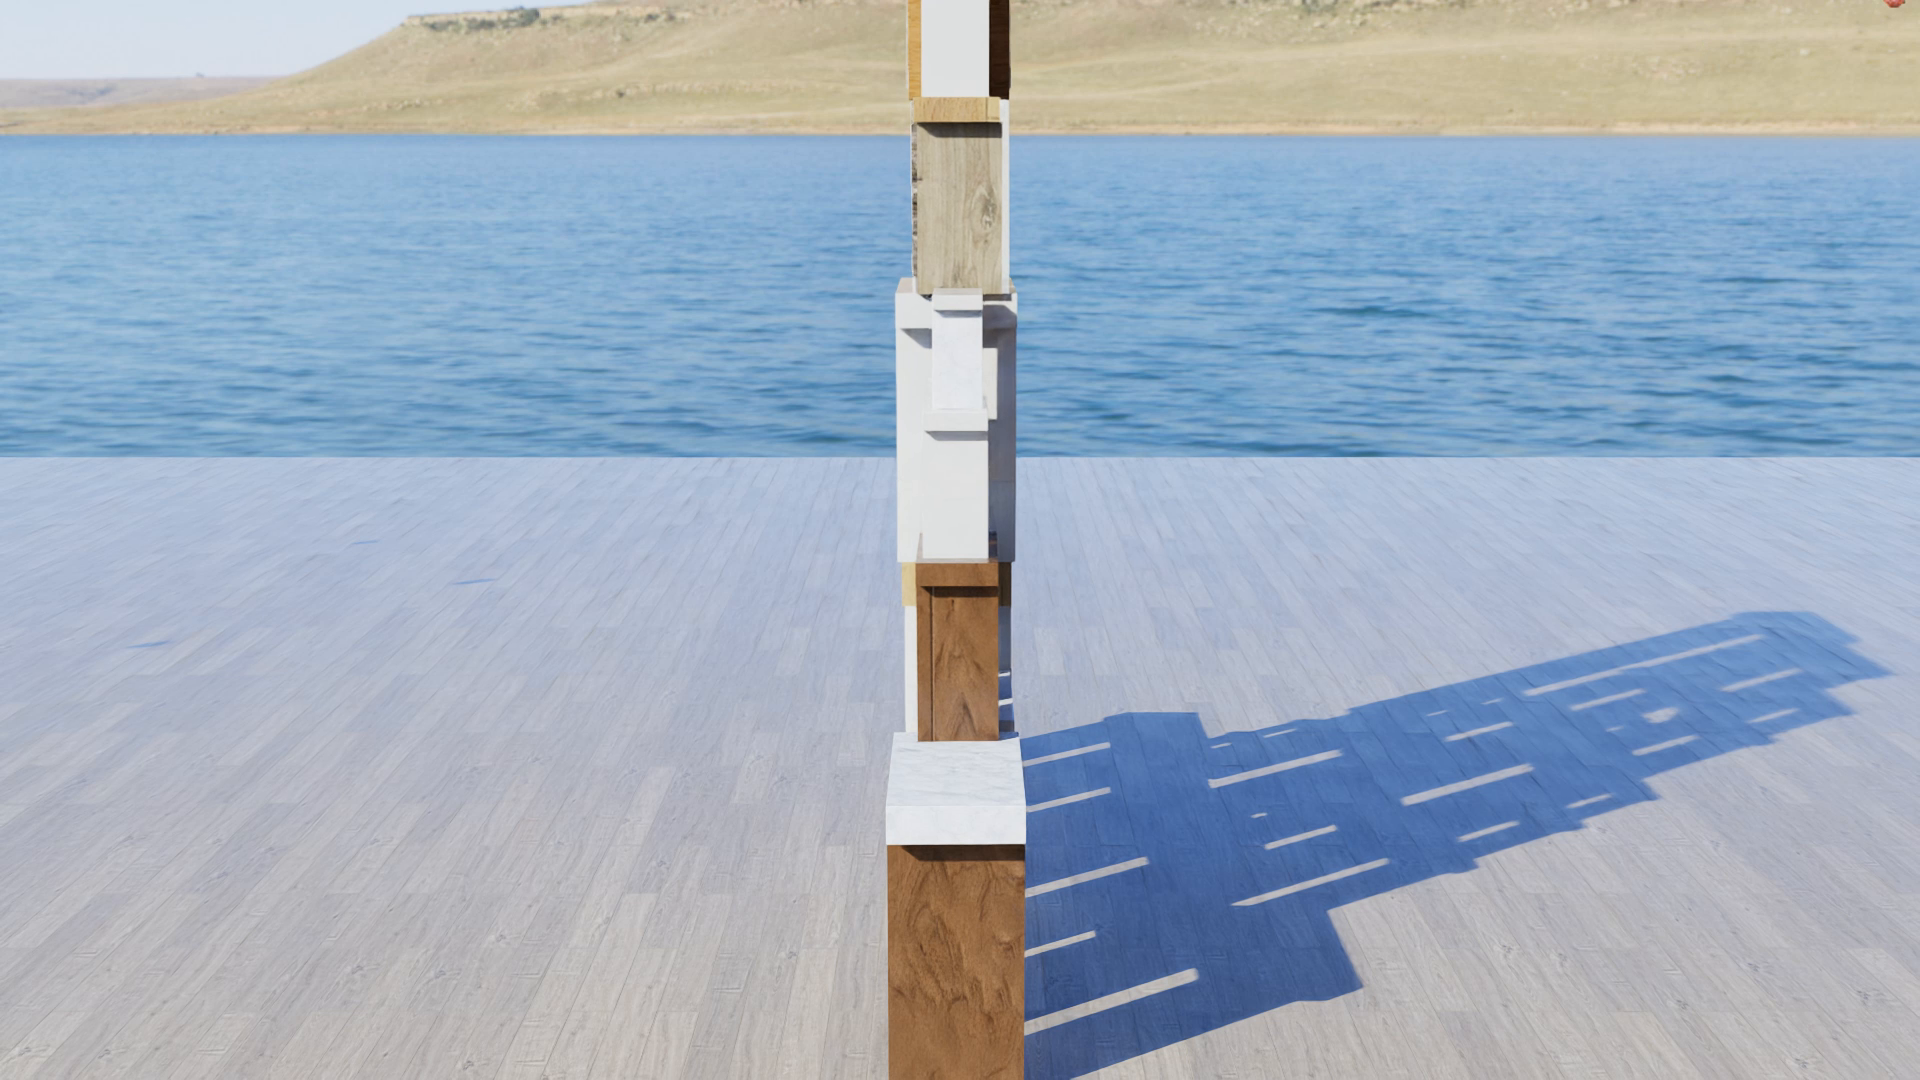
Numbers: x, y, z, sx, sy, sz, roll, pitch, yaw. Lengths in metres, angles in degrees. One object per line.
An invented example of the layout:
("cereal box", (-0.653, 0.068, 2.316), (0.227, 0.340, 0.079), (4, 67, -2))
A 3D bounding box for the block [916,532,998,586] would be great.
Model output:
("block", (-0.004, 0.027, 3.140), (0.114, 0.032, 0.228), (0, 11, 0))

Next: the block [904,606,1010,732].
("block", (-0.003, 0.160, 3.710), (0.178, 0.539, 0.050), (0, 10, 1))

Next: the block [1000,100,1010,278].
("block", (0.001, -0.667, 3.882), (0.171, 0.925, 0.048), (0, 10, 1))

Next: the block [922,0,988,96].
("block", (-0.007, -0.721, 3.102), (0.095, 0.189, 0.027), (0, 10, 1))

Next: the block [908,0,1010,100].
("block", (-0.002, -0.827, 3.302), (0.152, 0.325, 0.043), (0, 9, 1))

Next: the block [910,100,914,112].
("block", (-0.008, -0.713, 3.566), (0.134, 0.038, 0.268), (0, 10, 1))

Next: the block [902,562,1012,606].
("block", (-0.006, -0.128, 3.498), (0.175, 0.468, 0.050), (0, 11, 0))

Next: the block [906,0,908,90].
("block", (-0.003, -0.913, 3.605), (0.171, 0.341, 0.048), (0, 10, 1))

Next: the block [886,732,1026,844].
("block", (-0.005, 0.331, 2.972), (0.178, 0.050, 0.356), (0, 10, 0))

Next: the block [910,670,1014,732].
("block", (0.004, 0.269, 3.526), (0.159, 0.045, 0.319), (0, 11, 0))

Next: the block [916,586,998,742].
("block", (-0.004, 0.169, 3.088), (0.114, 0.228, 0.032), (0, 11, 0))

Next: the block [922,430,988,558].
("block", (-0.007, -0.066, 3.054), (0.090, 0.181, 0.026), (0, 11, 1))

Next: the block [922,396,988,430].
("block", (-0.006, -0.179, 3.095), (0.090, 0.026, 0.181), (0, 11, 1))

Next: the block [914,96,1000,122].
("block", (-0.003, -0.624, 3.195), (0.121, 0.034, 0.242), (0, 11, 0))

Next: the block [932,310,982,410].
("block", (-0.004, -0.250, 3.035), (0.069, 0.138, 0.020), (0, 11, 1))

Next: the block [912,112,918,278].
("block", (-0.008, -0.547, 3.505), (0.134, 0.268, 0.038), (0, 10, 1))

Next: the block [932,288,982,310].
("block", (-0.003, -0.336, 3.066), (0.069, 0.020, 0.138), (0, 11, 1))

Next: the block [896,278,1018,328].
("block", (-0.006, -0.362, 3.335), (0.175, 0.050, 0.350), (0, 11, 0))

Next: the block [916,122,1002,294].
("block", (-0.001, -0.474, 3.141), (0.121, 0.242, 0.034), (0, 11, 0))

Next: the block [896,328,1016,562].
("block", (-0.005, -0.144, 3.257), (0.175, 0.350, 0.050), (0, 11, 0))

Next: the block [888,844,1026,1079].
("block", (-0.005, 0.553, 2.892), (0.178, 0.356, 0.050), (0, 11, 0))
